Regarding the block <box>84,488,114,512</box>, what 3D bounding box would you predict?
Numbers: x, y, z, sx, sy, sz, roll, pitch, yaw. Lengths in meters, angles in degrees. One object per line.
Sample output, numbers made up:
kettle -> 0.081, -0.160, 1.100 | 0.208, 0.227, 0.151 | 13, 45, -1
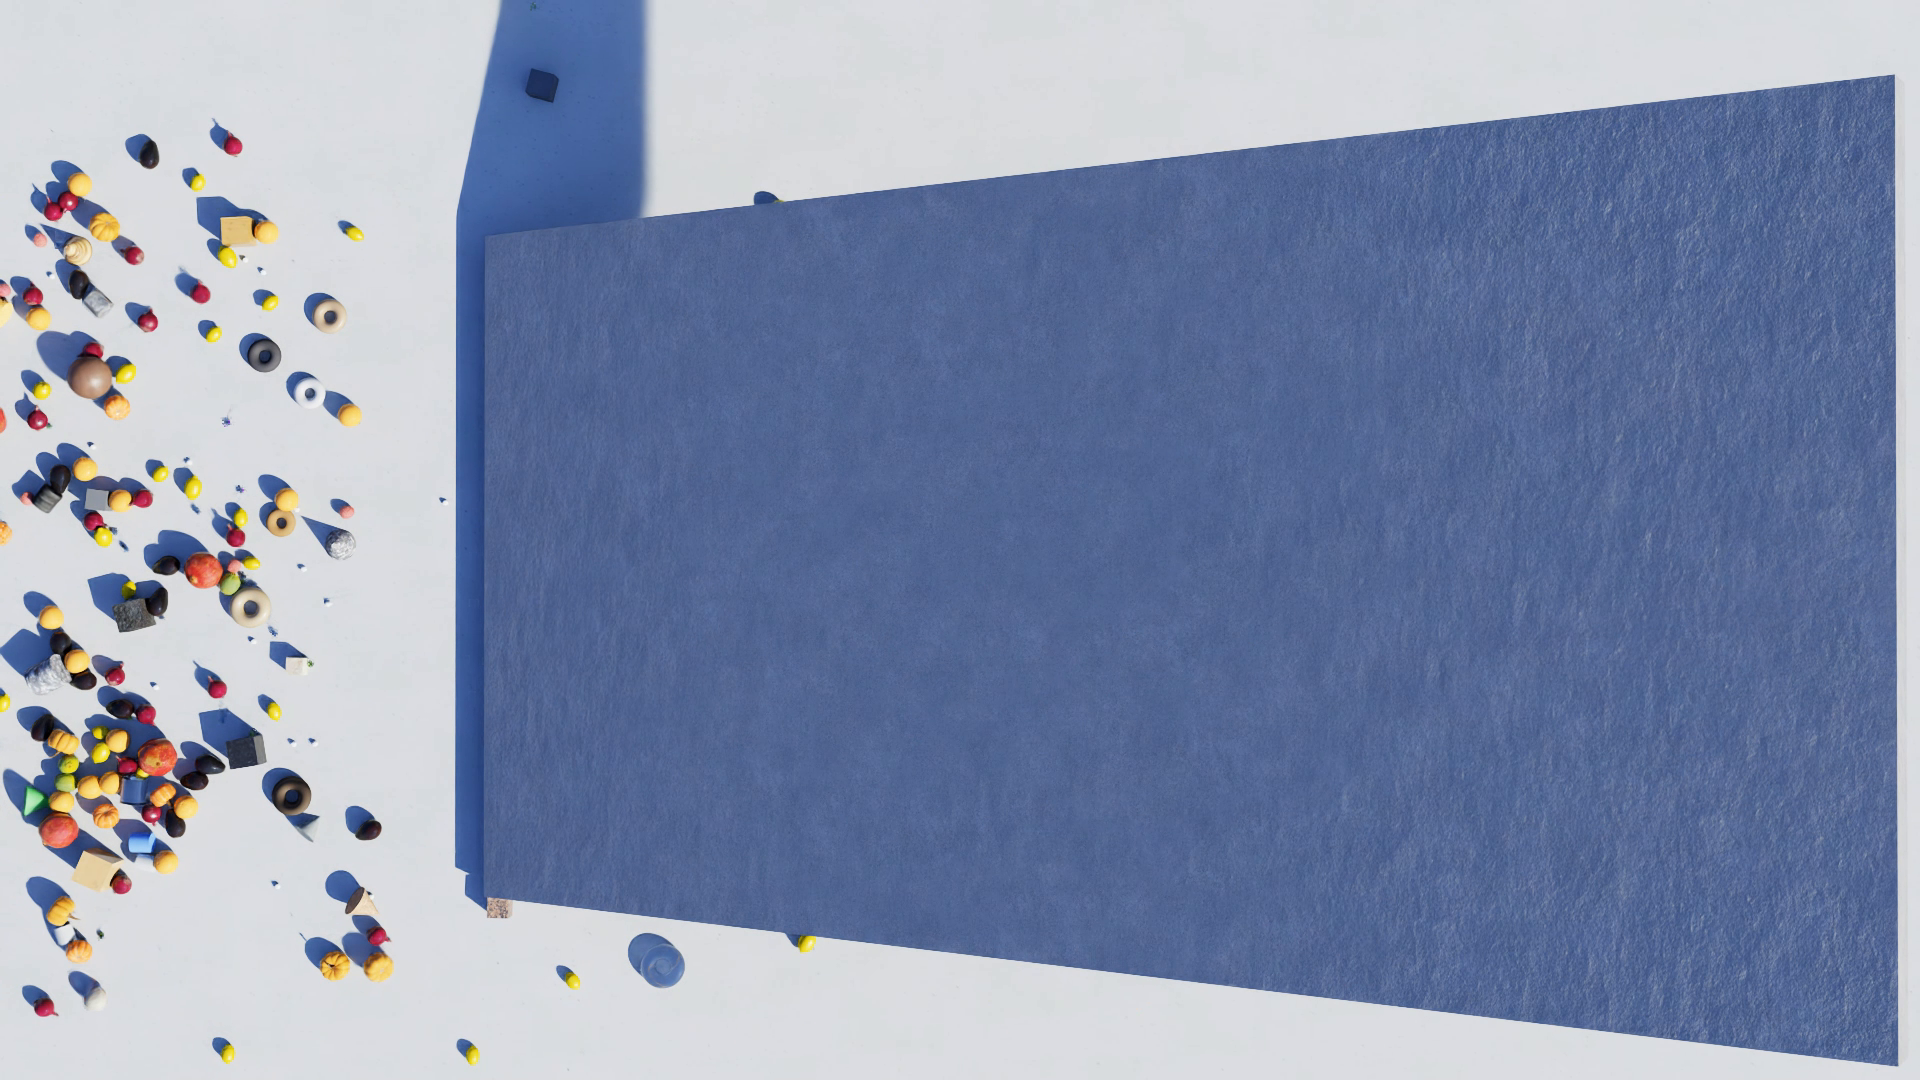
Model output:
block -> -2.623, -0.122, 6.706 | 0.062, 0.062, 0.062 | 7, 90, 0

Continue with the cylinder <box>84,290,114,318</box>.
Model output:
cylinder -> -2.629, -0.721, 6.712 | 0.061, 0.061, 0.061 | 45, 90, 0

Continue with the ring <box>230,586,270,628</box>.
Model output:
ring -> -2.167, 0.205, 6.714 | 0.126, 0.042, 0.126 | 0, 90, -1

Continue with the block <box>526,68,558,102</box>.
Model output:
block -> -1.275, -1.386, 6.711 | 0.073, 0.073, 0.073 | 15, 90, 0

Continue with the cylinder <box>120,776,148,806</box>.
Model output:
cylinder -> -2.513, 0.764, 6.692 | 0.076, 0.076, 0.076 | 6, 90, 0

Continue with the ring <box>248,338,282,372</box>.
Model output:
ring -> -2.127, -0.563, 6.724 | 0.104, 0.035, 0.104 | 0, 88, 0

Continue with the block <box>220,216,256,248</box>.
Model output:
block -> -2.198, -0.939, 6.704 | 0.080, 0.080, 0.080 | -3, 90, 0

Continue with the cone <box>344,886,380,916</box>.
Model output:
cone -> -1.807, 1.122, 6.705 | 0.095, 0.095, 0.095 | 38, 90, -26

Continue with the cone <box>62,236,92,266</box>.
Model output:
cone -> -2.707, -0.887, 6.697 | 0.093, 0.093, 0.093 | 0, 90, 0

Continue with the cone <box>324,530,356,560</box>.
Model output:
cone -> -1.898, 0.014, 6.688 | 0.097, 0.097, 0.097 | 0, 90, 0

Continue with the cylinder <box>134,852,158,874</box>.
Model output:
cylinder -> -2.479, 0.983, 6.702 | 0.052, 0.052, 0.052 | 25, 90, -22

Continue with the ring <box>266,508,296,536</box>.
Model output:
ring -> -2.076, -0.054, 6.722 | 0.089, 0.030, 0.089 | 0, 91, -1

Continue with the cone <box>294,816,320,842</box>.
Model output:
cone -> -1.977, 0.870, 6.713 | 0.074, 0.074, 0.074 | 39, 63, 0

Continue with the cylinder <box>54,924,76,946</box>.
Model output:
cylinder -> -2.726, 1.202, 6.700 | 0.053, 0.053, 0.053 | -19, 90, 0

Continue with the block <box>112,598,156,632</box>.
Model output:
block -> -2.513, 0.229, 6.692 | 0.085, 0.085, 0.085 | -15, 90, 0

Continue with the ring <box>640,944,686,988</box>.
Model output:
ring -> -0.905, 1.299, 6.703 | 0.137, 0.046, 0.137 | 0, 91, 0

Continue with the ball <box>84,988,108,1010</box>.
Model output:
ball -> -2.630, 1.396, 6.691 | 0.067, 0.067, 0.067 | 0, 90, 0

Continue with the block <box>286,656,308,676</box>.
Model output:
block -> -2.022, 0.384, 6.707 | 0.052, 0.052, 0.052 | 2, 90, 0

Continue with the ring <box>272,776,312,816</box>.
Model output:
ring -> -2.039, 0.781, 6.710 | 0.120, 0.040, 0.120 | 0, 90, -1

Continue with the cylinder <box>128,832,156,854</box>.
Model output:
cylinder -> -2.491, 0.922, 6.699 | 0.060, 0.060, 0.060 | 8, 90, 13

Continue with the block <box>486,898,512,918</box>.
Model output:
block -> -1.401, 1.115, 6.695 | 0.064, 0.064, 0.064 | 1, 90, 0

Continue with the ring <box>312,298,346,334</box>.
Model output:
ring -> -1.928, -0.684, 6.725 | 0.107, 0.036, 0.107 | 0, 90, 1

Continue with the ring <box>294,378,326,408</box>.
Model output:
ring -> -1.989, -0.449, 6.724 | 0.097, 0.032, 0.097 | 0, 90, 1

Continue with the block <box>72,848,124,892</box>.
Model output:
block -> -2.619, 1.001, 6.680 | 0.095, 0.095, 0.095 | 24, 90, 0

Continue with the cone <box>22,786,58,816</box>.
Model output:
cone -> -2.801, 0.799, 6.709 | 0.094, 0.094, 0.094 | 8, 89, -27

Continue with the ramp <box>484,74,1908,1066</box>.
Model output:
ramp -> 0.252, 0.069, 5.583 | 4.000, 0.100, 2.000 | 0, 89, 34

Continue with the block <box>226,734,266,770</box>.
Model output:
block -> -2.170, 0.645, 6.688 | 0.086, 0.086, 0.086 | -9, 90, 0
